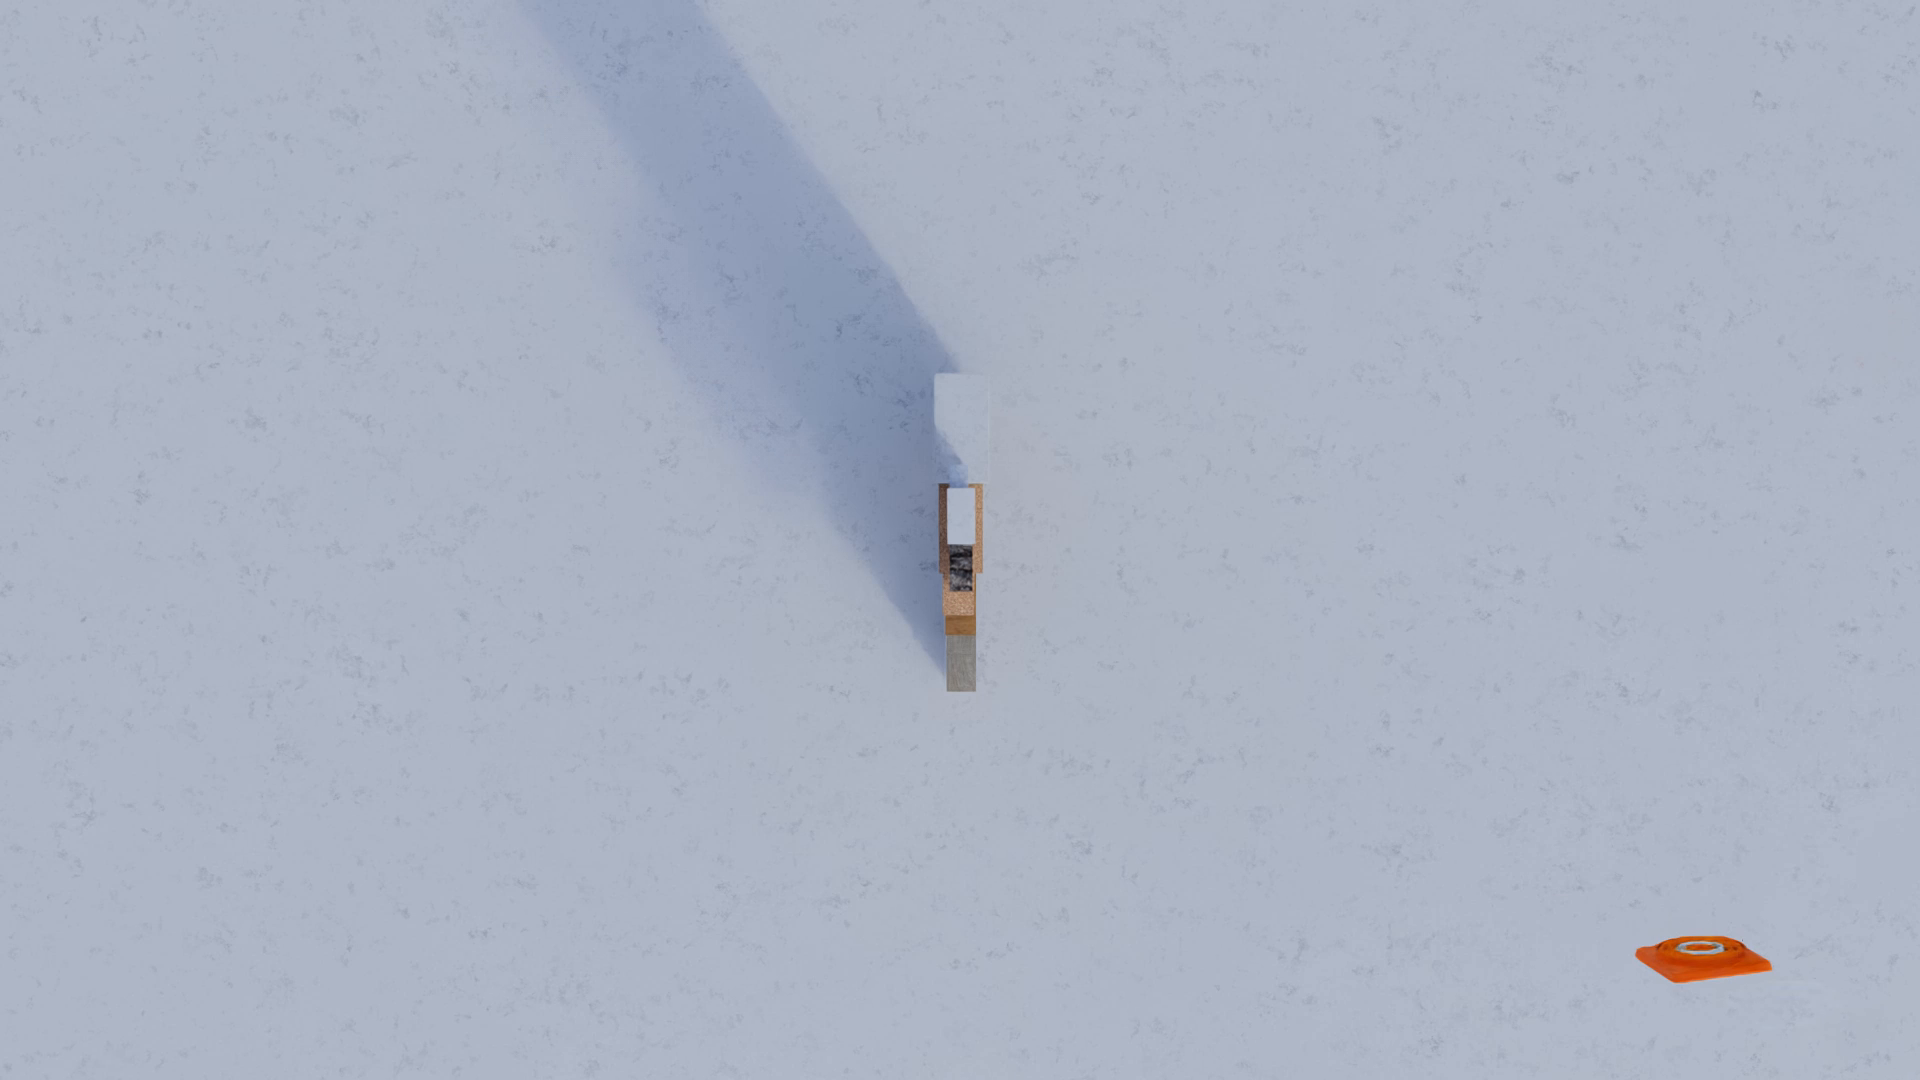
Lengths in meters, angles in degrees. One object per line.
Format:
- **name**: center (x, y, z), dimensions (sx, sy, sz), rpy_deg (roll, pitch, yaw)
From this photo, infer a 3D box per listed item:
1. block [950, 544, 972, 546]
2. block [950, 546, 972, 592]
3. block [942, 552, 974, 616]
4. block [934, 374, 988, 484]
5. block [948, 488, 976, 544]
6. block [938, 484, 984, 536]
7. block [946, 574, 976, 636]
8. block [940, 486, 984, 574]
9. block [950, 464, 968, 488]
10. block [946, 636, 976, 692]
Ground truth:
- **block**: center (0.002, -0.035, 4.745), dimensions (0.065, 0.018, 0.131), rpy_deg (0, 90, 0)
- **block**: center (0.003, 0.078, 4.545), dimensions (0.063, 0.018, 0.127), rpy_deg (0, 90, 0)
- **block**: center (-0.004, 0.124, 4.694), dimensions (0.089, 0.025, 0.178), rpy_deg (0, 90, 0)
- **block**: center (0.004, -0.326, 4.839), dimensions (0.160, 0.045, 0.320), rpy_deg (0, 90, 0)
- **block**: center (0.004, -0.066, 4.530), dimensions (0.076, 0.022, 0.152), rpy_deg (0, 90, 0)
- **block**: center (0.003, -0.152, 5.201), dimensions (0.140, 0.040, 0.279), rpy_deg (0, 90, 0)
- **block**: center (0.002, 0.198, 5.079), dimensions (0.095, 0.027, 0.189), rpy_deg (0, 90, 0)
- **block**: center (0.003, -0.031, 4.903), dimensions (0.130, 0.037, 0.260), rpy_deg (0, 90, 0)
- **block**: center (-0.003, -0.159, 4.700), dimensions (0.054, 0.015, 0.109), rpy_deg (0, 90, 0)
- **block**: center (0.004, 0.392, 5.299), dimensions (0.094, 0.027, 0.188), rpy_deg (0, 90, 0)
